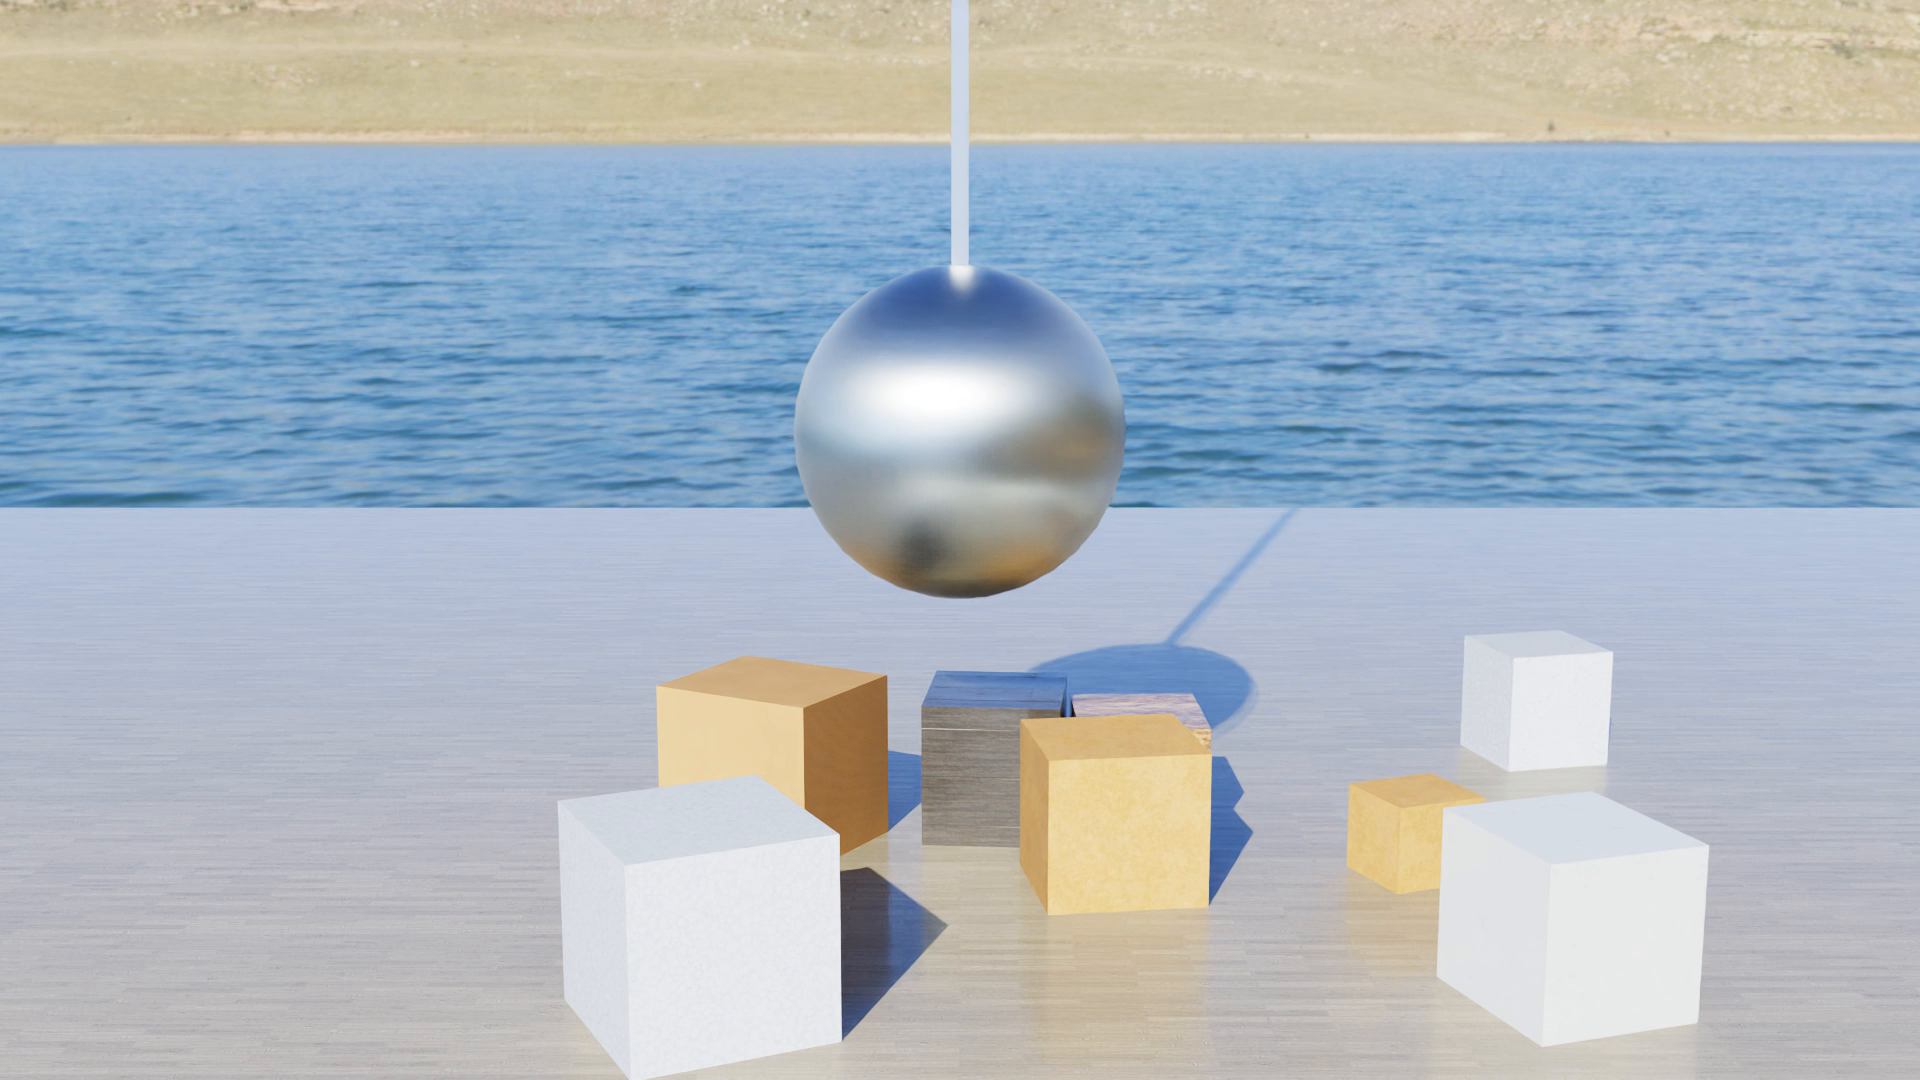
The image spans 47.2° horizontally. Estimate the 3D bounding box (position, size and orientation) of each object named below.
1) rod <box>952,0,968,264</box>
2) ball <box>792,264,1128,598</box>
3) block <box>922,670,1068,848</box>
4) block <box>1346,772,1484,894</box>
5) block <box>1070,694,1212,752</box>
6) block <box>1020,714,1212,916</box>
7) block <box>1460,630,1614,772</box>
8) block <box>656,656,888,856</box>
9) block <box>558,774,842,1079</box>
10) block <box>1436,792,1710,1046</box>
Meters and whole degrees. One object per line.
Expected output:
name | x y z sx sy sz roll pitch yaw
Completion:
rod | 0.000 -3.903 10.241 0.080 5.200 0.080 0 5 0
ball | 0.000 -0.517 10.557 1.600 1.600 1.600 0 10 0
block | 0.187 1.123 11.373 0.694 0.722 0.753 1 10 5
block | 2.198 1.412 10.626 0.472 0.421 0.442 -4 11 -22
block | 0.917 1.181 11.358 0.653 0.613 0.717 0 10 -1
block | 0.723 1.287 10.440 0.758 0.733 0.737 -2 10 -8
block | 3.318 0.918 12.685 0.617 0.655 0.588 -3 11 -14
block | -0.939 1.113 11.128 0.876 0.829 0.768 6 12 29
block | -1.053 1.521 8.816 0.862 0.853 0.905 -5 11 -25
block | 2.500 1.534 9.041 0.730 0.747 0.783 -4 11 -19
